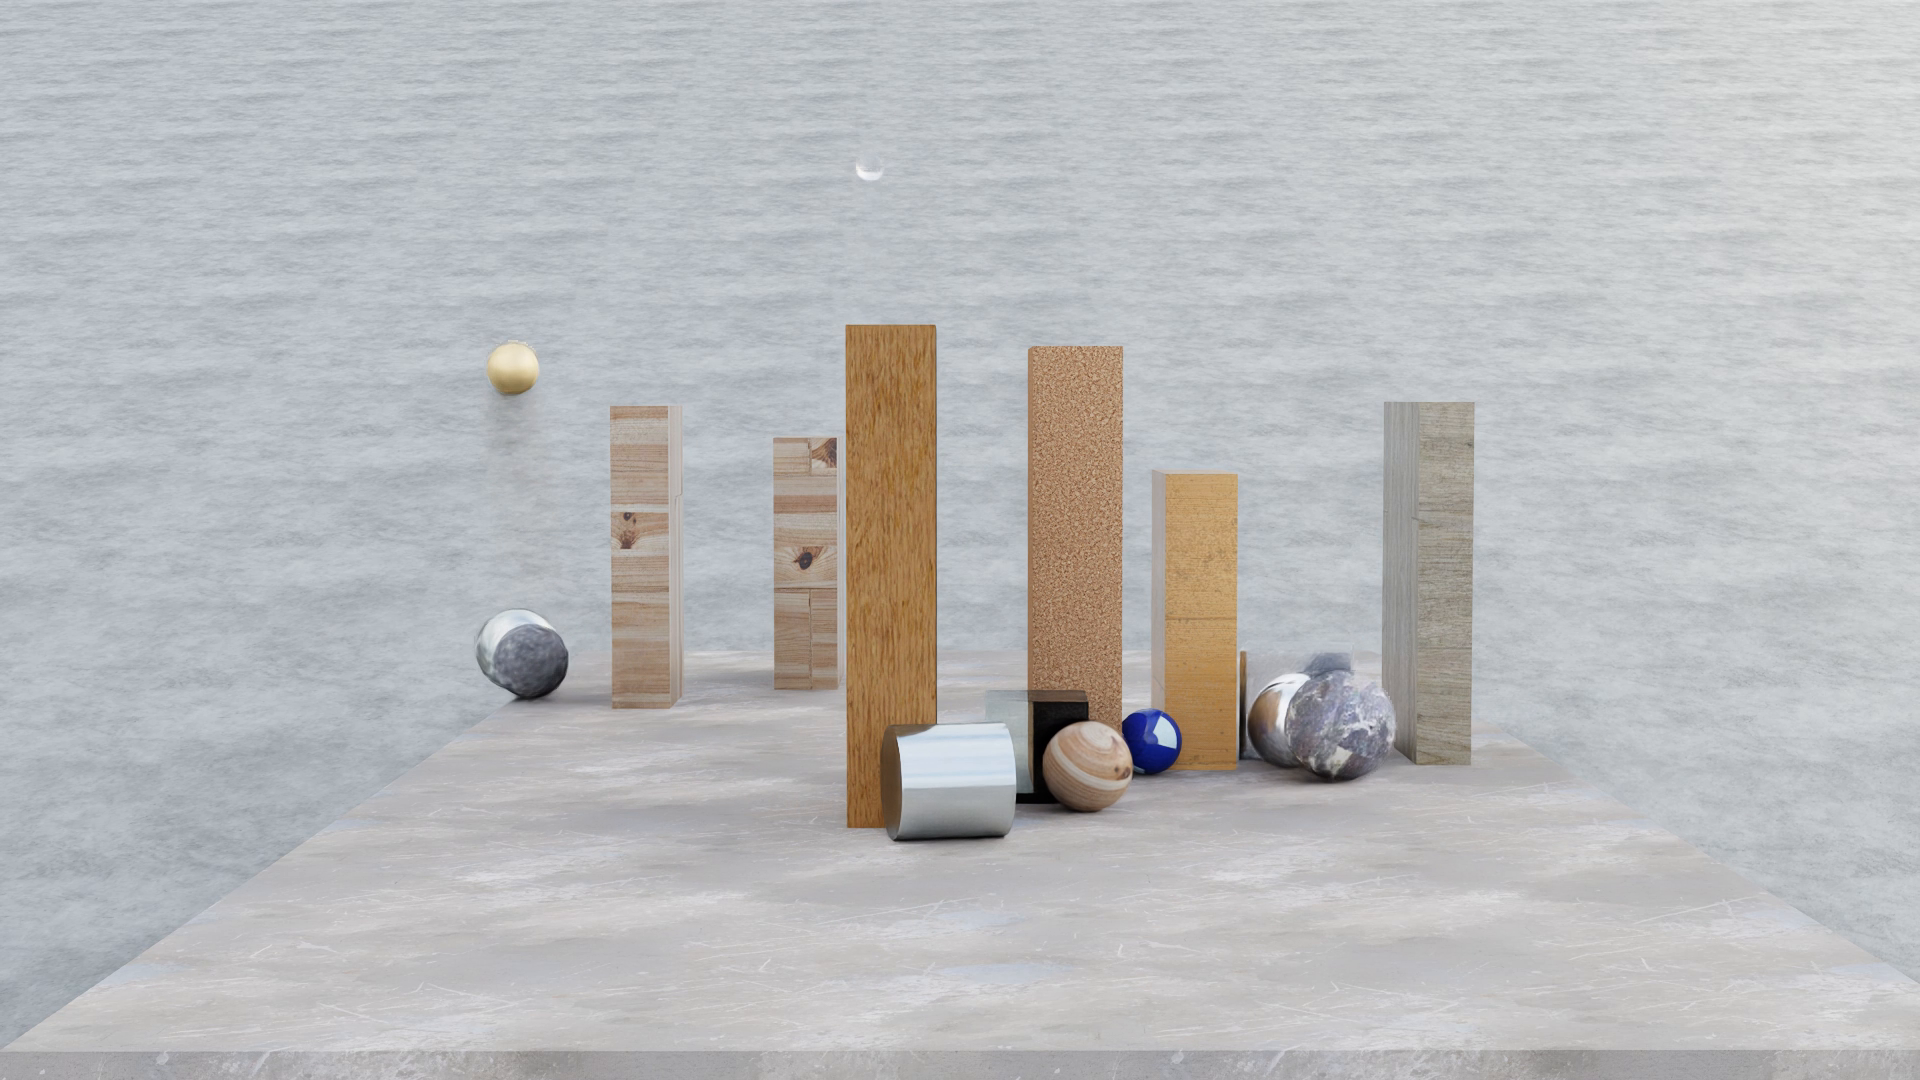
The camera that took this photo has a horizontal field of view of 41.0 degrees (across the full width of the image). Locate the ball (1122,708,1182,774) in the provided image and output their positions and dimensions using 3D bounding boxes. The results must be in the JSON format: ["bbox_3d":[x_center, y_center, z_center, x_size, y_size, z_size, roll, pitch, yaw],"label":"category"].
[{"bbox_3d":[0.322,0.343,4.384,0.113,0.113,0.113,0,21,0],"label":"ball"}]

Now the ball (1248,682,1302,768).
[{"bbox_3d":[0.575,0.322,4.466,0.147,0.147,0.147,0,21,0],"label":"ball"}]

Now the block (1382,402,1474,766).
[{"bbox_3d":[0.845,0.067,4.661,0.095,0.634,0.373,0,3,0],"label":"block"}]

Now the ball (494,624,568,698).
[{"bbox_3d":[-0.918,0.259,5.501,0.160,0.160,0.160,0,21,0],"label":"ball"}]

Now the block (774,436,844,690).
[{"bbox_3d":[-0.340,0.043,5.817,0.139,0.554,0.348,0,3,0],"label":"block"}]

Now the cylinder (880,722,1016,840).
[{"bbox_3d":[-0.019,0.352,3.756,0.167,0.167,0.167,-1,21,-13],"label":"cylinder"}]

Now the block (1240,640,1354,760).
[{"bbox_3d":[0.608,0.289,4.632,0.194,0.194,0.194,1,3,10],"label":"block"}]

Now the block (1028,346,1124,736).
[{"bbox_3d":[0.192,0.038,4.361,0.147,0.726,0.305,0,3,0],"label":"block"}]

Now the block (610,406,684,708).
[{"bbox_3d":[-0.659,0.029,5.433,0.119,0.625,0.282,0,3,0],"label":"block"}]

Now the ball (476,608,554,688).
[{"bbox_3d":[-1.030,0.254,5.977,0.191,0.191,0.191,0,21,0],"label":"ball"}]

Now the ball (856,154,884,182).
[{"bbox_3d":[-0.412,-1.712,11.813,0.125,0.125,0.125,0,21,0],"label":"ball"}]

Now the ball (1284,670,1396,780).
[{"bbox_3d":[0.637,0.311,4.313,0.185,0.185,0.185,0,21,0],"label":"ball"}]

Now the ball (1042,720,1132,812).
[{"bbox_3d":[0.198,0.352,3.992,0.141,0.141,0.141,0,21,0],"label":"ball"}]

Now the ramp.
[{"bbox_3d":[0.049,0.442,4.532,2.000,0.100,4.000,0,3,0],"label":"ramp"}]

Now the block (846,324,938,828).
[{"bbox_3d":[-0.103,0.048,3.959,0.133,0.750,0.275,0,3,0],"label":"block"}]

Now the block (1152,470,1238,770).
[{"bbox_3d":[0.414,0.134,4.573,0.124,0.511,0.306,0,3,0],"label":"block"}]

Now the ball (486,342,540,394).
[{"bbox_3d":[-1.531,-0.586,8.803,0.179,0.179,0.179,0,21,0],"label":"ball"}]

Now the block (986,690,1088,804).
[{"bbox_3d":[0.123,0.332,4.144,0.163,0.163,0.163,0,3,0],"label":"block"}]
